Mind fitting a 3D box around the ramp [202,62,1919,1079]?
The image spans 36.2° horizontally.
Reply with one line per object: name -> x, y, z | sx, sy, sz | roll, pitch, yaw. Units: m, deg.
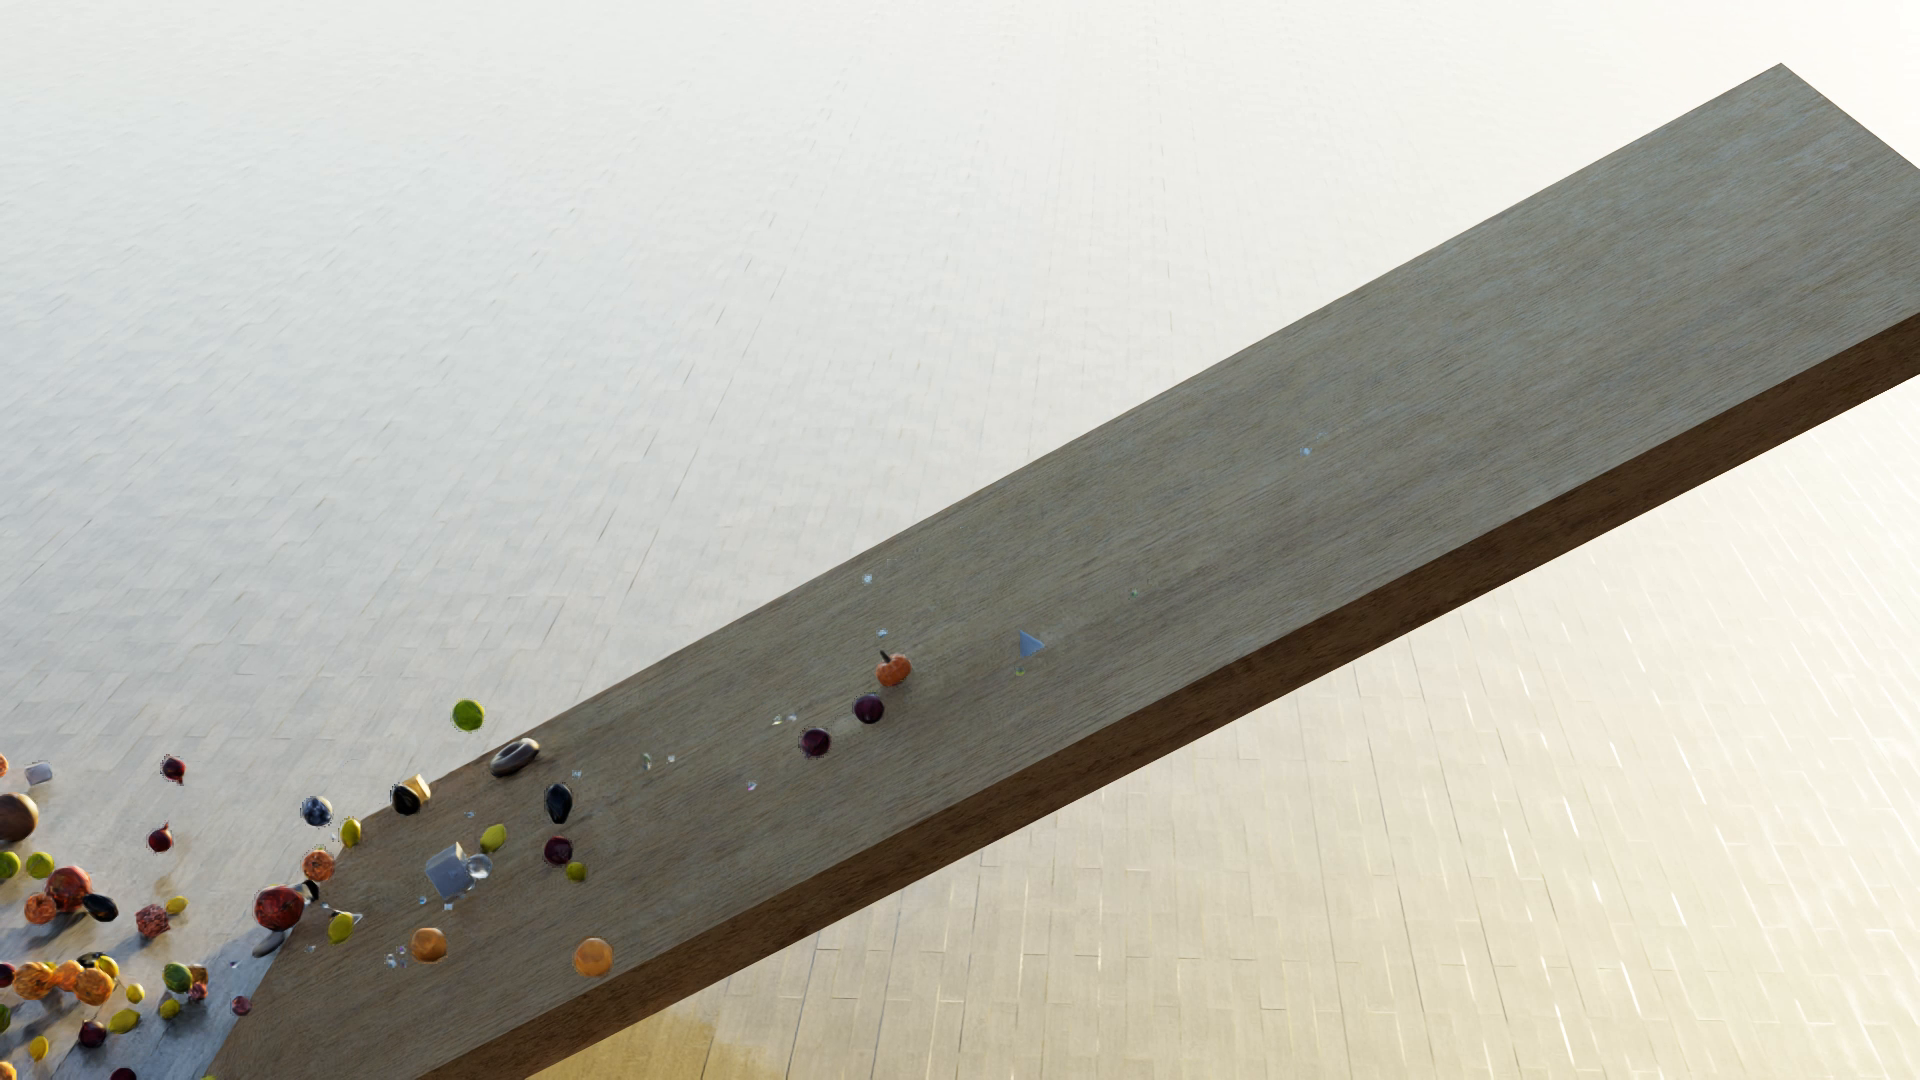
ramp -> 0.142, 0.168, 6.284 | 4.000, 0.100, 2.000 | -28, 15, 12

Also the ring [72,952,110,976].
ring -> -2.069, 1.010, 7.010 | 0.087, 0.029, 0.087 | -1, 19, 0

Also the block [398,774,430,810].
block -> -1.385, 0.638, 7.465 | 0.058, 0.058, 0.058 | -31, 14, 1

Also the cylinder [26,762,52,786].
cylinder -> -2.526, 0.641, 8.061 | 0.053, 0.053, 0.053 | -14, 23, -42

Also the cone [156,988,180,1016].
cone -> -1.836, 1.062, 6.809 | 0.057, 0.057, 0.057 | 0, 18, 0

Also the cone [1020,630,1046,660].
cone -> 0.133, 0.200, 5.879 | 0.055, 0.055, 0.055 | -29, 14, 8

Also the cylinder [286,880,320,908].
cylinder -> -1.598, 0.861, 7.151 | 0.055, 0.055, 0.055 | -25, 6, 28

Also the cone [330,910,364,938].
cone -> -1.396, 0.870, 6.741 | 0.067, 0.067, 0.067 | -19, 26, -40

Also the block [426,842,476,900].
block -> -1.138, 0.741, 6.575 | 0.080, 0.080, 0.080 | -31, 14, 0

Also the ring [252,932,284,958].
ring -> -1.636, 0.958, 6.959 | 0.084, 0.028, 0.084 | -31, 10, 6

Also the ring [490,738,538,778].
ring -> -1.102, 0.538, 7.260 | 0.134, 0.045, 0.134 | -28, 15, 8

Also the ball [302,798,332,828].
ball -> -1.493, 0.633, 6.837 | 0.068, 0.068, 0.068 | 0, 18, 0

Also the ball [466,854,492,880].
ball -> -1.068, 0.725, 6.535 | 0.056, 0.056, 0.056 | 0, 18, 0

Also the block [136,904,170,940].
block -> -1.973, 0.931, 7.187 | 0.054, 0.054, 0.054 | 21, 37, 40
